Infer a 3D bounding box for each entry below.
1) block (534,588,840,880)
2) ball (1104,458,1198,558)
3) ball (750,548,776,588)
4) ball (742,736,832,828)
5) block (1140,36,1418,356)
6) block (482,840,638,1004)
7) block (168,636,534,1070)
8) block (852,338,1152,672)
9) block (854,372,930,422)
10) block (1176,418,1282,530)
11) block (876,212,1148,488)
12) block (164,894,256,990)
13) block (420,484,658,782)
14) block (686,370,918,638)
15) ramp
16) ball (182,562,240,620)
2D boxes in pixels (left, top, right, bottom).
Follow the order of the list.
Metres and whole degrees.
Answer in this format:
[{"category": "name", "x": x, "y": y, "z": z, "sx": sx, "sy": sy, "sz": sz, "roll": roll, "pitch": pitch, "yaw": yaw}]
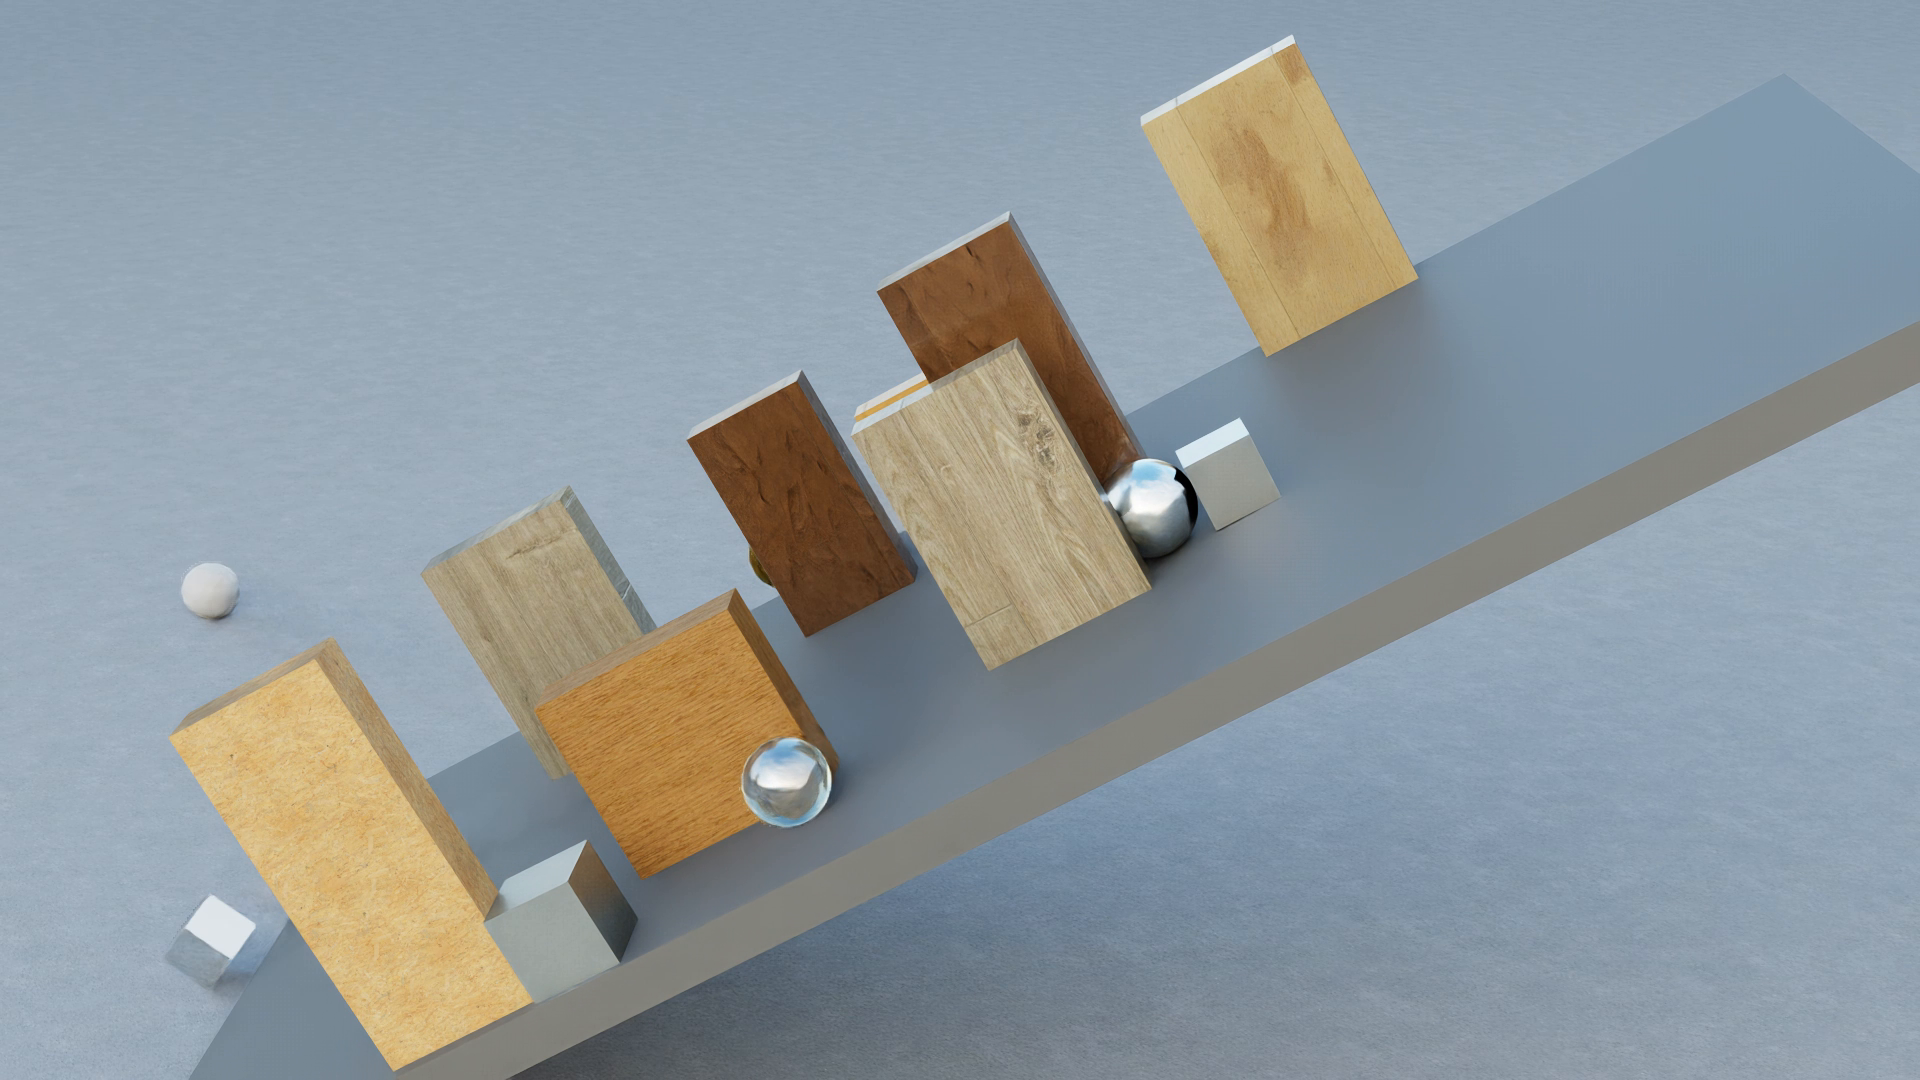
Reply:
[{"category": "block", "x": -0.540, "y": 0.386, "z": 5.843, "sx": 0.444, "sy": 0.413, "sz": 0.130, "roll": -27, "pitch": 14, "yaw": 11}, {"category": "ball", "x": 0.383, "y": -0.065, "z": 5.977, "sx": 0.203, "sy": 0.203, "sz": 0.203, "roll": 0, "pitch": 18, "yaw": 0}, {"category": "ball", "x": -0.435, "y": 0.033, "z": 7.320, "sx": 0.180, "sy": 0.180, "sz": 0.180, "roll": 0, "pitch": 18, "yaw": 0}, {"category": "ball", "x": -0.334, "y": 0.465, "z": 5.653, "sx": 0.173, "sy": 0.173, "sz": 0.173, "roll": 0, "pitch": 18, "yaw": 0}, {"category": "block", "x": 0.751, "y": -0.806, "z": 6.914, "sx": 0.400, "sy": 0.628, "sz": 0.126, "roll": -27, "pitch": 14, "yaw": 11}, {"category": "block", "x": -0.756, "y": 0.723, "z": 5.580, "sx": 0.189, "sy": 0.189, "sz": 0.189, "roll": -27, "pitch": 15, "yaw": 13}, {"category": "block", "x": -1.126, "y": 0.597, "z": 5.550, "sx": 0.327, "sy": 0.776, "sz": 0.125, "roll": -27, "pitch": 14, "yaw": 11}, {"category": "block", "x": 0.086, "y": -0.068, "z": 5.852, "sx": 0.371, "sy": 0.559, "sz": 0.089, "roll": -27, "pitch": 14, "yaw": 11}, {"category": "block", "x": 0.066, "y": -0.172, "z": 6.419, "sx": 0.407, "sy": 0.475, "sz": 0.083, "roll": -27, "pitch": 14, "yaw": 11}, {"category": "block", "x": 0.546, "y": -0.135, "z": 5.994, "sx": 0.148, "sy": 0.148, "sz": 0.148, "roll": -28, "pitch": 14, "yaw": 5}, {"category": "block", "x": 0.147, "y": -0.278, "z": 6.081, "sx": 0.305, "sy": 0.741, "sz": 0.101, "roll": -27, "pitch": 14, "yaw": 11}, {"category": "block", "x": -1.753, "y": 0.940, "z": 6.874, "sx": 0.130, "sy": 0.130, "sz": 0.130, "roll": 36, "pitch": 34, "yaw": -6}, {"category": "block", "x": -0.930, "y": 0.219, "z": 6.849, "sx": 0.380, "sy": 0.582, "sz": 0.119, "roll": -27, "pitch": 14, "yaw": 11}, {"category": "block", "x": -0.363, "y": -0.083, "z": 6.824, "sx": 0.294, "sy": 0.547, "sz": 0.107, "roll": -27, "pitch": 14, "yaw": 11}, {"category": "ramp", "x": 0.142, "y": 0.167, "z": 6.283, "sx": 4.000, "sy": 0.100, "sz": 2.000, "roll": -27, "pitch": 14, "yaw": 11}, {"category": "ball", "x": -2.372, "y": 0.161, "z": 9.315, "sx": 0.180, "sy": 0.180, "sz": 0.180, "roll": 0, "pitch": 18, "yaw": 0}]
